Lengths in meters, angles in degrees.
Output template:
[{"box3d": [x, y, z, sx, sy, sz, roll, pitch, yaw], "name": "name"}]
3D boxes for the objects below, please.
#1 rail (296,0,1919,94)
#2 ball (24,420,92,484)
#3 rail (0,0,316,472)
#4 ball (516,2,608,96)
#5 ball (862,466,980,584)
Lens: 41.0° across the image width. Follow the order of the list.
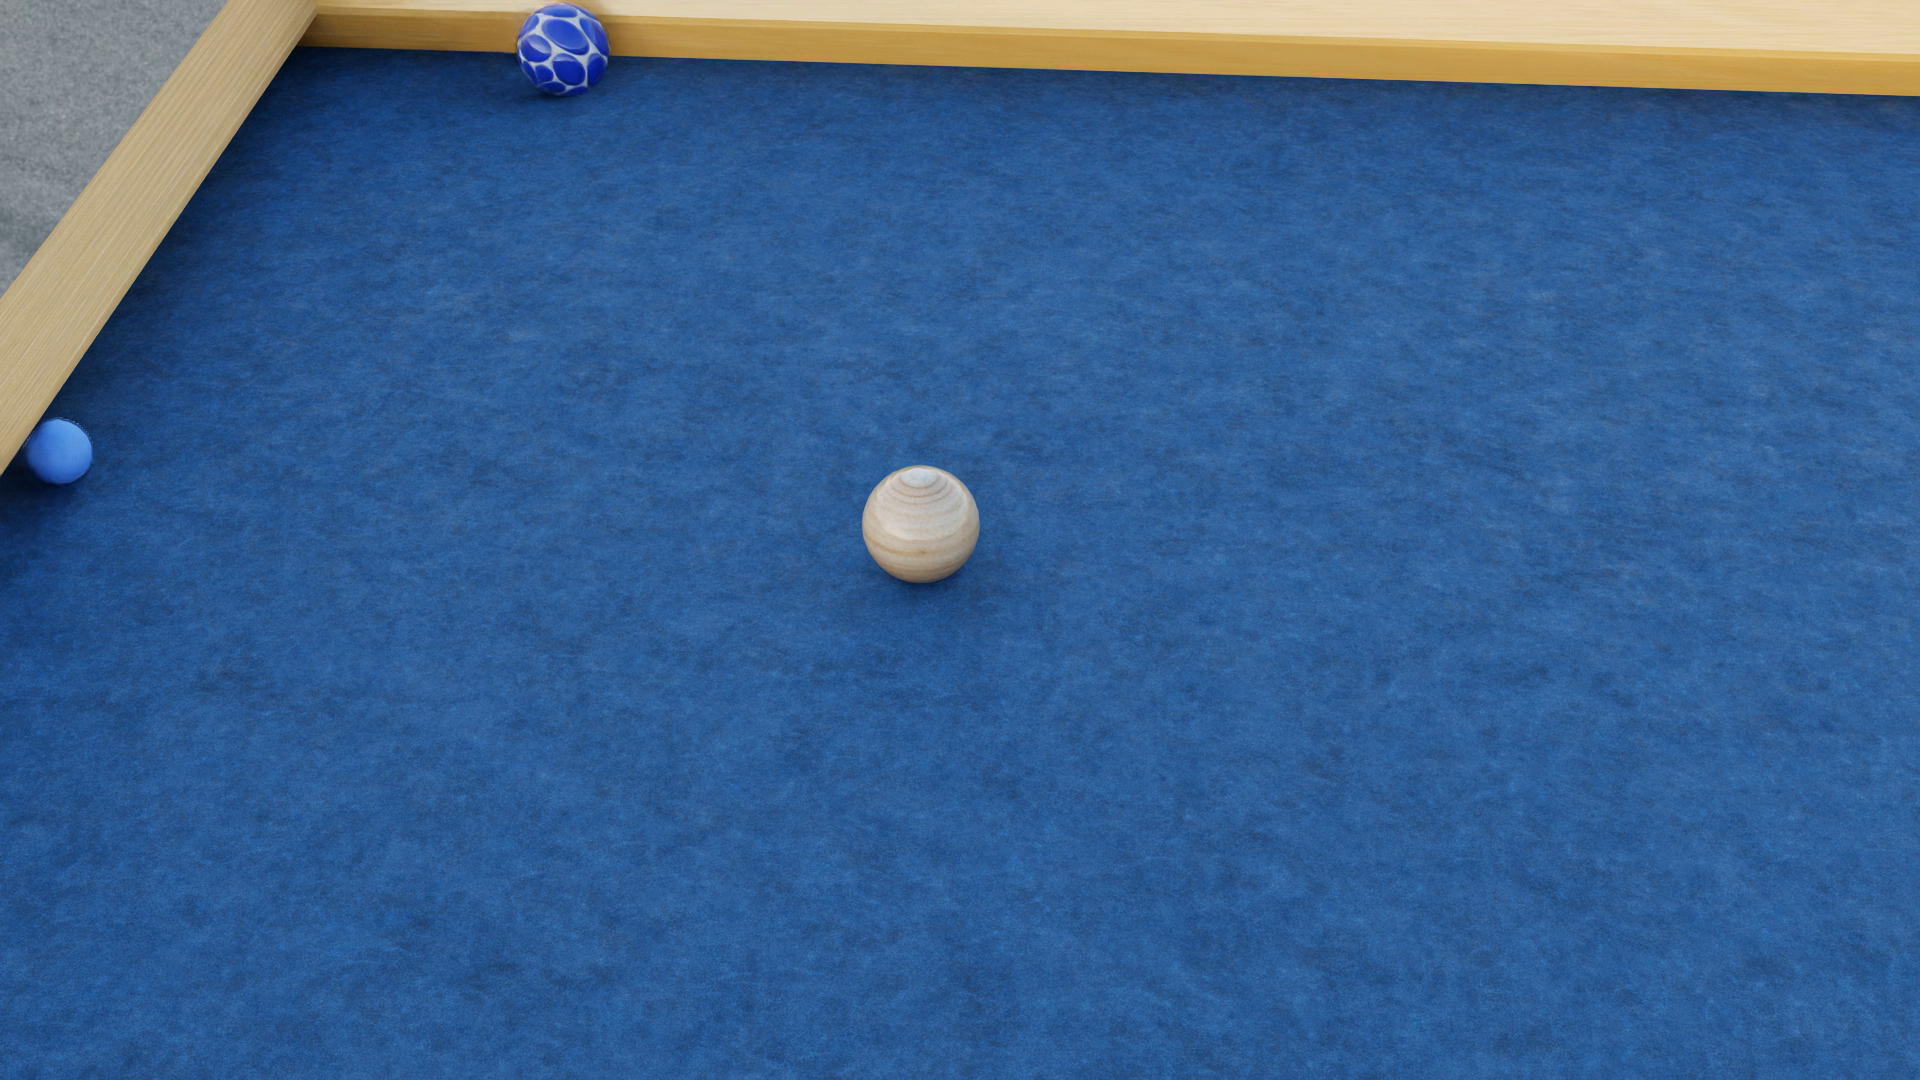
[{"box3d": [0.817, -0.484, 2.508, 3.022, 0.117, 0.045, 2, 35, 3], "name": "rail"}, {"box3d": [-0.694, -0.068, 1.975, 0.050, 0.050, 0.050, 0, 35, 0], "name": "ball"}, {"box3d": [-0.730, -0.052, 1.892, 0.045, 0.117, 1.775, 2, 35, 3], "name": "rail"}, {"box3d": [-0.392, -0.485, 2.535, 0.090, 0.090, 0.090, 0, 35, 0], "name": "ball"}, {"box3d": [-0.028, -0.011, 1.863, 0.086, 0.086, 0.086, 0, 35, 0], "name": "ball"}]
